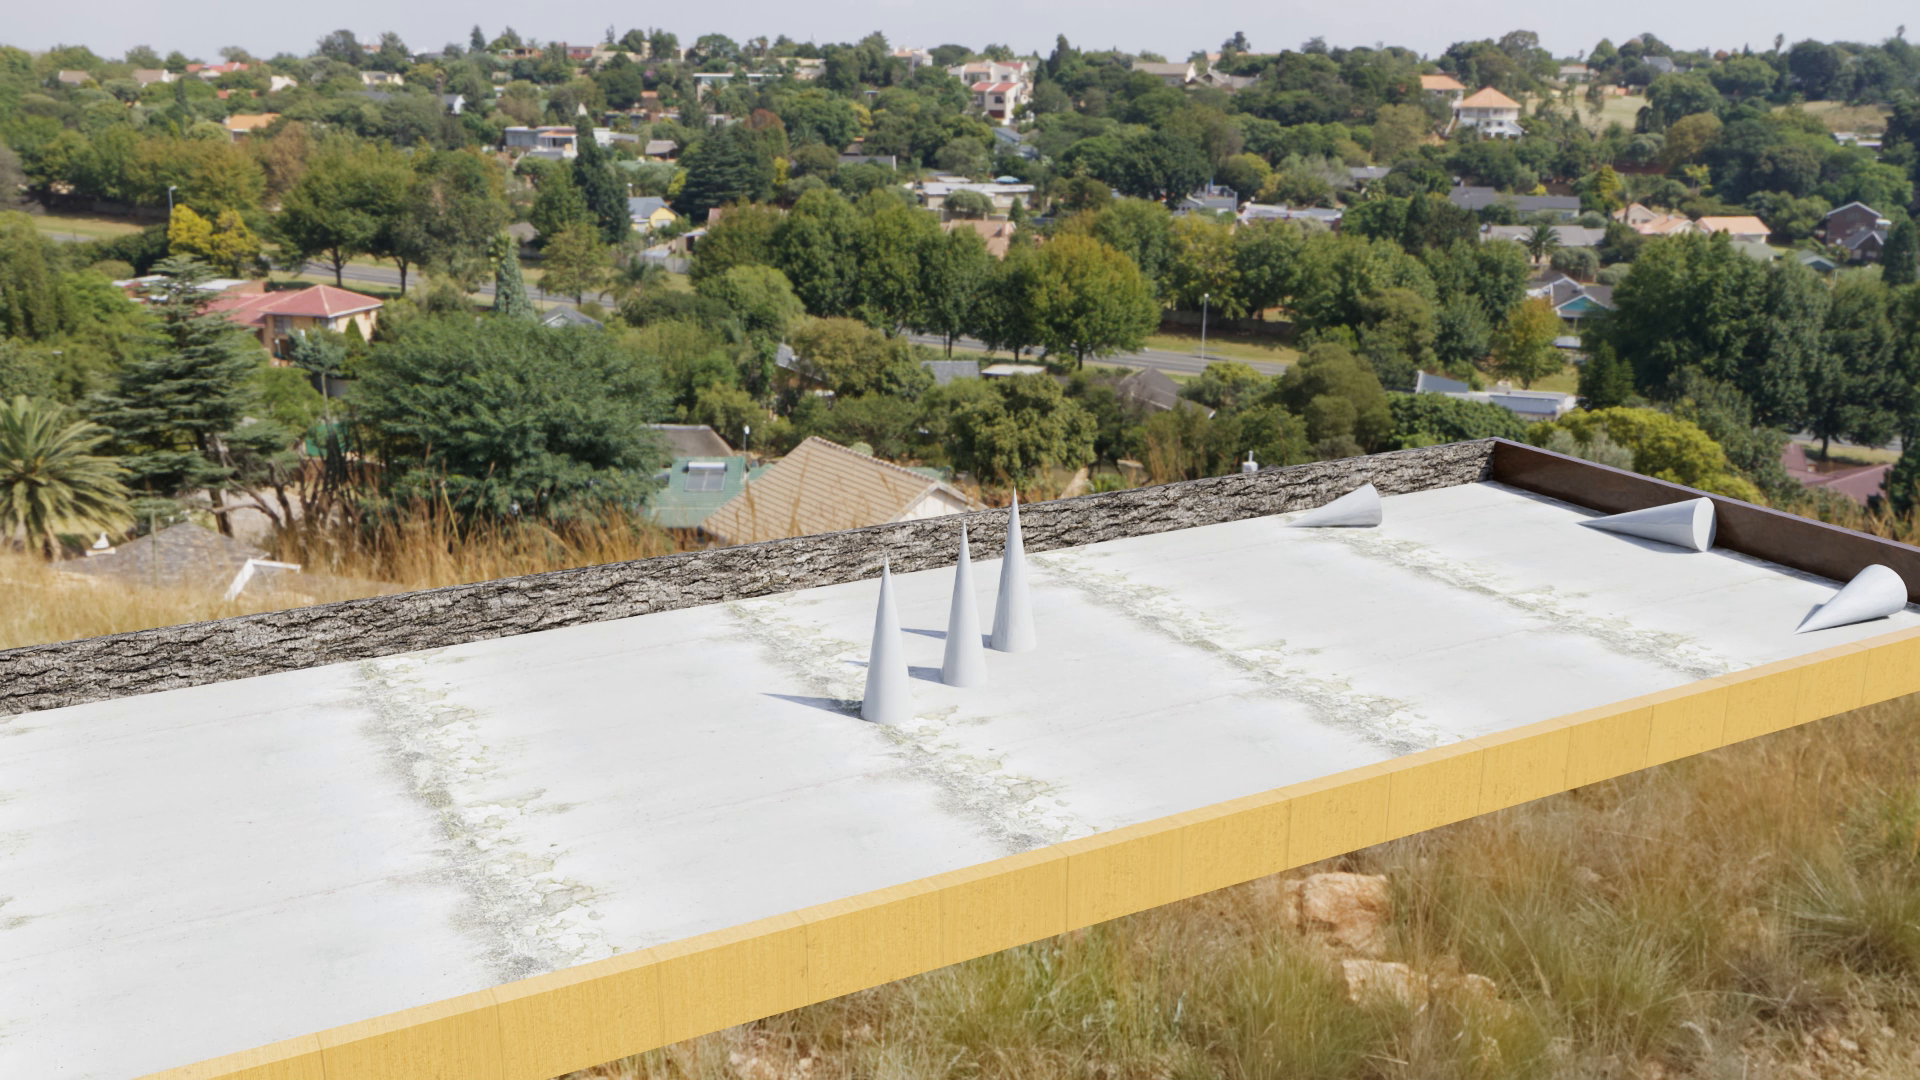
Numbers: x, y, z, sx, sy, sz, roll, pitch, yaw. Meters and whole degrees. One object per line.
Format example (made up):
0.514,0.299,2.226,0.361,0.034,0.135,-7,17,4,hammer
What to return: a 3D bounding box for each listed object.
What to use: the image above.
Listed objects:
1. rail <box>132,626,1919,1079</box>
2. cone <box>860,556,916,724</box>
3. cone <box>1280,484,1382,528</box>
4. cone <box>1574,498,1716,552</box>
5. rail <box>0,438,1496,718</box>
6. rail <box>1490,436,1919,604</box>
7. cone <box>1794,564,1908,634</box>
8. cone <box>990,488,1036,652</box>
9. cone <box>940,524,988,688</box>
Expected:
-2.336,1.006,1.665,12.000,0.150,0.050,-9,18,-27,rail
-0.171,0.222,3.886,0.132,0.403,0.132,0,16,0,cone
1.226,-0.081,5.506,0.329,0.143,0.143,-14,18,-3,cone
2.211,-0.053,5.386,0.172,0.172,0.441,-15,11,-41,cone
-3.305,0.497,3.399,12.000,0.150,0.050,-9,18,-27,rail
2.466,-0.048,5.253,0.050,0.150,2.100,-9,18,-27,rail
2.419,0.199,4.548,0.378,0.148,0.148,-20,23,-23,cone
0.142,0.069,4.342,0.126,0.439,0.126,0,16,0,cone
0.010,0.148,4.102,0.120,0.423,0.120,0,16,0,cone
